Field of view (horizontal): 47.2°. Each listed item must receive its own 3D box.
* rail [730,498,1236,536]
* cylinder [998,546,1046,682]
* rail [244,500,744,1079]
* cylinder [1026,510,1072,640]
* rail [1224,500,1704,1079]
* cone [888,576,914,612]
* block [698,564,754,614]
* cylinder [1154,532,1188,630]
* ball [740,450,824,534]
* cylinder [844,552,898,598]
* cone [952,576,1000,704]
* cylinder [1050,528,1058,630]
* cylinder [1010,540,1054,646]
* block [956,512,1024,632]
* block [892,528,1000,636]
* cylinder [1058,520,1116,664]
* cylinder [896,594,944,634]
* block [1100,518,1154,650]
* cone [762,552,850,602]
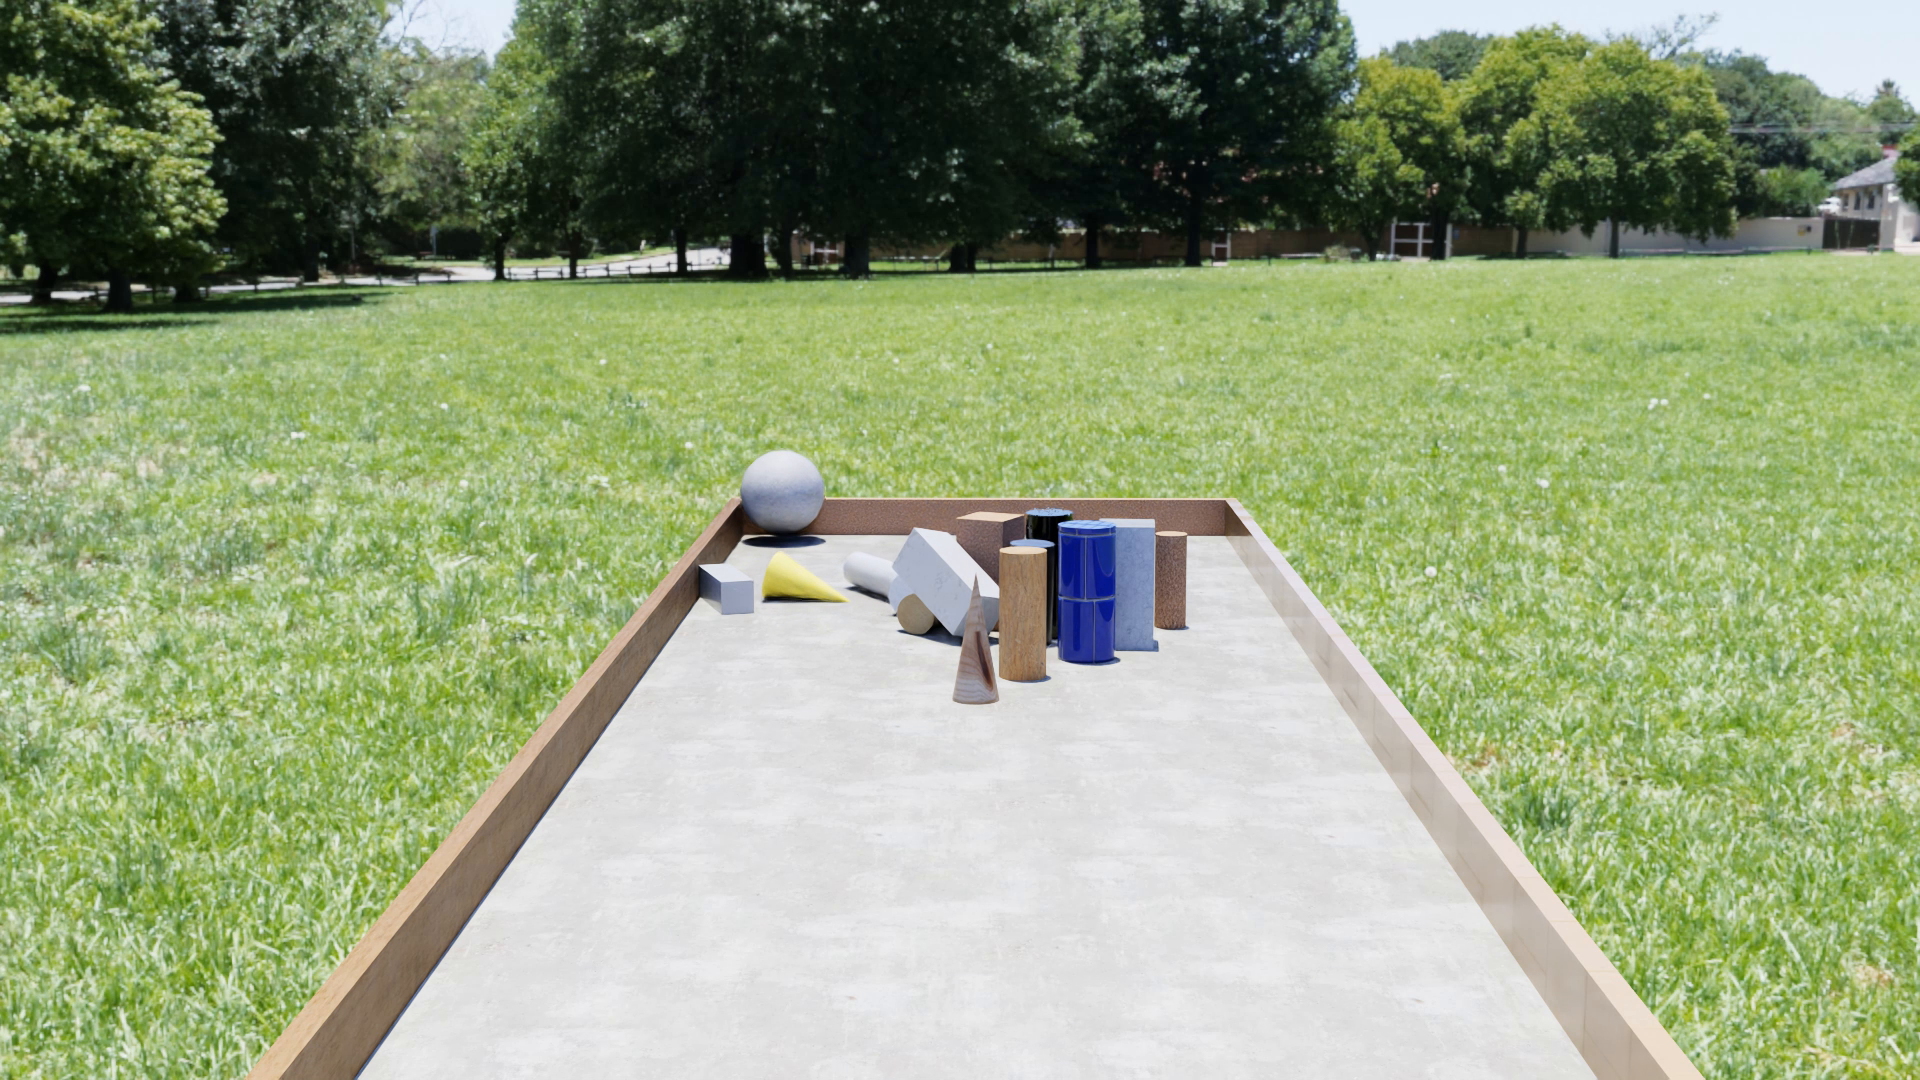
[{"bbox_3d":[0.099,-0.098,9.147,2.100,0.150,0.050,0,9,1],"label":"rail"},{"bbox_3d":[0.184,0.216,6.450,0.139,0.375,0.139,0,9,0],"label":"cylinder"},{"bbox_3d":[-1.004,0.839,3.234,0.050,0.150,12.000,0,9,1],"label":"rail"},{"bbox_3d":[0.286,0.109,7.051,0.149,0.398,0.149,0,9,0],"label":"cylinder"},{"bbox_3d":[1.046,0.843,3.208,0.050,0.150,12.000,0,9,1],"label":"rail"},{"bbox_3d":[-0.110,0.192,7.556,0.154,0.154,0.392,3,-2,17],"label":"cone"},{"bbox_3d":[-0.809,0.168,7.593,0.112,0.112,0.359,-3,10,-19],"label":"block"},{"bbox_3d":[0.689,0.131,7.197,0.103,0.308,0.103,0,9,0],"label":"cylinder"},{"bbox_3d":[-0.723,-0.196,8.952,0.342,0.342,0.342,0,9,0],"label":"ball"},{"bbox_3d":[-0.267,0.132,7.772,0.126,0.126,0.415,-5,10,-28],"label":"cylinder"},{"bbox_3d":[0.044,0.268,6.153,0.134,0.365,0.134,0,9,0],"label":"cone"},{"bbox_3d":[0.378,0.125,7.183,0.163,0.323,0.163,-1,9,0],"label":"cylinder"},{"bbox_3d":[0.224,0.167,6.927,0.141,0.317,0.141,1,10,0],"label":"cylinder"},{"bbox_3d":[0.100,0.102,7.215,0.168,0.361,0.168,5,10,26],"label":"block"},{"bbox_3d":[-0.031,0.138,7.045,0.157,0.157,0.368,9,29,-46],"label":"block"},{"bbox_3d":[0.386,0.157,6.700,0.176,0.413,0.176,0,9,0],"label":"cylinder"},{"bbox_3d":[-0.061,0.210,7.257,0.133,0.133,0.406,4,10,23],"label":"cylinder"},{"bbox_3d":[0.522,0.137,6.908,0.173,0.386,0.173,1,9,4],"label":"block"},{"bbox_3d":[-0.516,0.169,7.677,0.305,0.172,0.172,19,14,13],"label":"cone"}]
